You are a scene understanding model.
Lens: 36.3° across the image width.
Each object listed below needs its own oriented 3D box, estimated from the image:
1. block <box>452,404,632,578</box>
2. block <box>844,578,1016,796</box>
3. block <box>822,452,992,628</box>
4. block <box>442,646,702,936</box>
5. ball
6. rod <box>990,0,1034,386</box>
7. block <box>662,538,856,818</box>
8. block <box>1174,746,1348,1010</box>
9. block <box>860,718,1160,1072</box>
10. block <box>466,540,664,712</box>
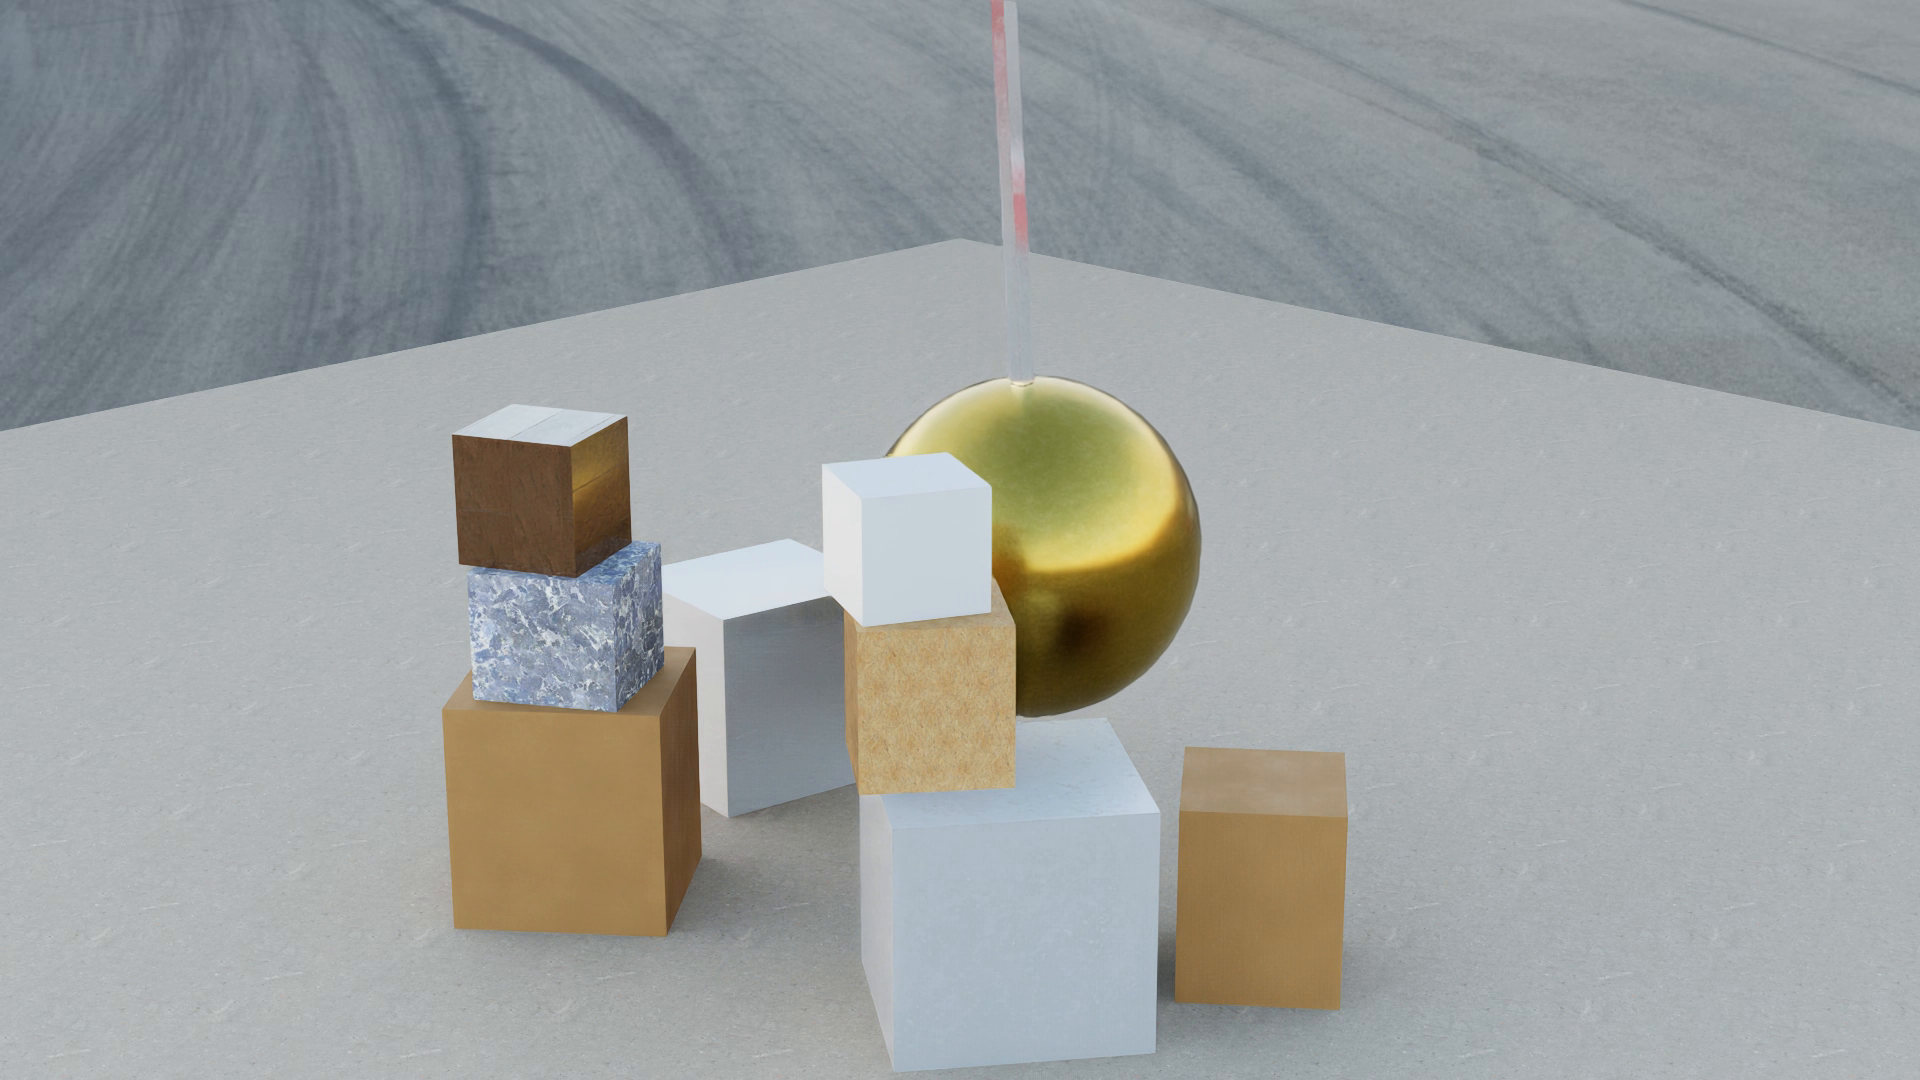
[{"bbox_3d":[-1.806,-0.219,12.717,0.564,0.582,0.536,6,18,19],"label":"block"},{"bbox_3d":[-0.129,0.585,11.860,0.626,0.683,0.611,-2,18,-7],"label":"block"},{"bbox_3d":[-0.216,-0.009,11.735,0.536,0.524,0.520,-6,18,-19],"label":"block"},{"bbox_3d":[-1.714,1.099,13.128,0.947,1.031,0.887,2,18,5],"label":"block"},{"bbox_3d":[0.330,0.026,13.695,1.600,1.600,1.600,0,17,0],"label":"ball"},{"bbox_3d":[0.143,-3.152,12.501,0.080,5.200,0.080,17,28,42],"label":"rod"},{"bbox_3d":[-0.995,0.664,14.554,0.960,1.005,0.884,-13,21,-35],"label":"block"},{"bbox_3d":[1.272,1.419,12.394,0.683,0.861,0.719,2,18,6],"label":"block"},{"bbox_3d":[0.180,1.433,12.042,1.060,1.045,1.048,-3,18,-9],"label":"block"},{"bbox_3d":[-1.715,0.351,12.830,0.657,0.574,0.615,4,18,13],"label":"block"}]
